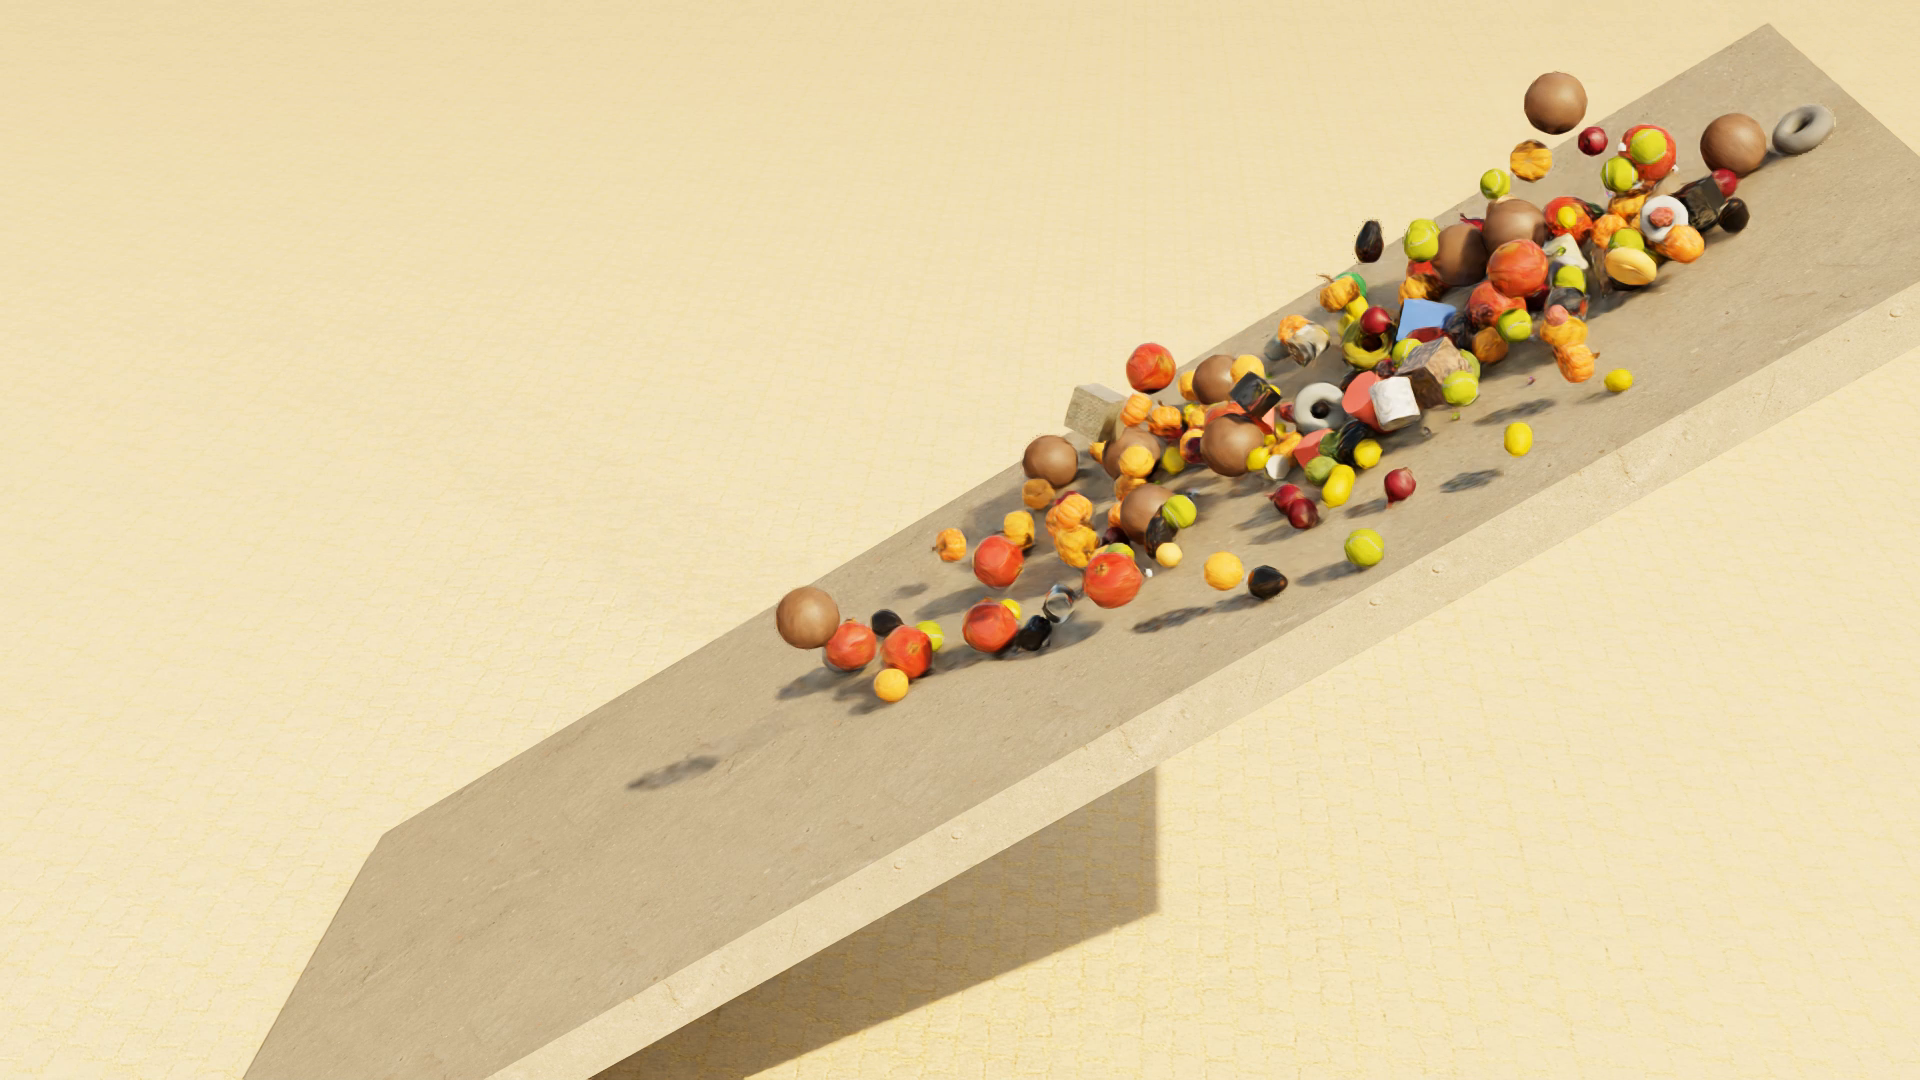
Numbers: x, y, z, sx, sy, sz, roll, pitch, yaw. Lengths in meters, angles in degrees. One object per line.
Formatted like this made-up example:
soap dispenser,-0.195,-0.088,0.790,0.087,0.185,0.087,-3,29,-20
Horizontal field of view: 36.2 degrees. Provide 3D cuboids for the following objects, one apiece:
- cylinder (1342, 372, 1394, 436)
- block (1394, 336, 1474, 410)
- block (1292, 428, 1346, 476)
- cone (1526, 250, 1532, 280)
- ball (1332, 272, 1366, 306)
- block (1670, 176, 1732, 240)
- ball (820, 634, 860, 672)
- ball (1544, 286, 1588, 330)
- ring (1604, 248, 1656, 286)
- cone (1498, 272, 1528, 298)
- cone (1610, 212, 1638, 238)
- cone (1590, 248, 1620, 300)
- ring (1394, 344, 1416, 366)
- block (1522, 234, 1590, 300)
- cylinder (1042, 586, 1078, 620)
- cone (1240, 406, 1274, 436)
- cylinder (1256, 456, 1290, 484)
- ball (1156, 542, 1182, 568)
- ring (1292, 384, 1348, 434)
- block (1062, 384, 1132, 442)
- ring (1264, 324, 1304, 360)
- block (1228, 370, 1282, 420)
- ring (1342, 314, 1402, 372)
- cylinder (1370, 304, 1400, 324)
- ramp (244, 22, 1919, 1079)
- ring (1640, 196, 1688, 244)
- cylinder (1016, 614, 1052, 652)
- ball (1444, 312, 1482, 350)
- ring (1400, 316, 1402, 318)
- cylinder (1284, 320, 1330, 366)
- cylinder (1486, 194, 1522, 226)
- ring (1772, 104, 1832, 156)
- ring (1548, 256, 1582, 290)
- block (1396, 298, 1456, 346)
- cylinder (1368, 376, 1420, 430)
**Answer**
cylinder,0.821,-0.270,5.804,0.093,0.093,0.093,31,5,-27
block,0.912,-0.321,5.666,0.091,0.091,0.091,-18,29,53
block,0.714,-0.175,5.854,0.062,0.062,0.062,-44,18,-33
cone,1.193,-0.558,6.113,0.067,0.067,0.067,9,58,-14
ball,0.888,-0.572,6.703,0.077,0.077,0.077,0,20,0
block,1.432,-0.646,5.734,0.082,0.082,0.082,-34,9,-24
ball,-0.266,0.252,6.525,0.085,0.085,0.085,0,20,0
ball,1.166,-0.447,5.660,0.083,0.083,0.083,0,20,0
ring,1.275,-0.520,5.592,0.101,0.101,0.034,12,66,30
cone,1.150,-0.538,6.051,0.058,0.058,0.058,-32,34,-29
cone,1.365,-0.646,6.028,0.055,0.055,0.055,1,19,24
cone,1.269,-0.512,5.759,0.092,0.092,0.092,15,-7,2
ring,0.940,-0.390,6.122,0.083,0.028,0.083,-28,16,9
block,1.209,-0.555,5.963,0.084,0.084,0.084,-21,20,40
cylinder,0.201,0.128,5.925,0.060,0.060,0.060,5,9,14
cone,0.625,-0.267,6.003,0.077,0.077,0.077,18,71,41
cylinder,0.630,-0.142,5.932,0.051,0.051,0.051,-8,-5,-22
ball,0.416,0.030,5.858,0.051,0.051,0.051,0,20,0
ring,0.733,-0.264,5.983,0.116,0.116,0.039,-2,19,-5
block,0.299,-0.276,6.383,0.094,0.094,0.094,28,21,29
ring,0.745,-0.450,6.698,0.115,0.038,0.115,-31,17,10
block,0.590,-0.289,5.882,0.063,0.063,0.063,48,12,27
ring,0.847,-0.404,6.043,0.128,0.128,0.043,8,-17,21
cylinder,0.885,-0.460,6.145,0.055,0.055,0.055,17,24,18
ramp,0.140,0.170,6.292,4.000,0.100,2.000,-30,15,13
ring,1.349,-0.614,5.636,0.094,0.094,0.031,0,-6,0
cylinder,0.150,0.188,5.918,0.053,0.053,0.053,9,36,24
ball,1.014,-0.422,5.933,0.077,0.077,0.077,0,20,0
ring,0.963,-0.444,6.109,0.106,0.035,0.106,16,38,-13
cylinder,0.753,-0.425,6.366,0.070,0.070,0.070,-44,34,-11
cylinder,1.187,-0.720,6.422,0.059,0.059,0.059,-6,-9,-16
ring,1.672,-0.814,5.840,0.126,0.042,0.126,-29,31,20
ring,1.211,-0.526,5.881,0.029,0.086,0.086,-10,22,-30
block,0.948,-0.440,5.974,0.084,0.084,0.084,17,14,25
cylinder,0.829,-0.261,5.612,0.080,0.080,0.080,-14,-15,-4
